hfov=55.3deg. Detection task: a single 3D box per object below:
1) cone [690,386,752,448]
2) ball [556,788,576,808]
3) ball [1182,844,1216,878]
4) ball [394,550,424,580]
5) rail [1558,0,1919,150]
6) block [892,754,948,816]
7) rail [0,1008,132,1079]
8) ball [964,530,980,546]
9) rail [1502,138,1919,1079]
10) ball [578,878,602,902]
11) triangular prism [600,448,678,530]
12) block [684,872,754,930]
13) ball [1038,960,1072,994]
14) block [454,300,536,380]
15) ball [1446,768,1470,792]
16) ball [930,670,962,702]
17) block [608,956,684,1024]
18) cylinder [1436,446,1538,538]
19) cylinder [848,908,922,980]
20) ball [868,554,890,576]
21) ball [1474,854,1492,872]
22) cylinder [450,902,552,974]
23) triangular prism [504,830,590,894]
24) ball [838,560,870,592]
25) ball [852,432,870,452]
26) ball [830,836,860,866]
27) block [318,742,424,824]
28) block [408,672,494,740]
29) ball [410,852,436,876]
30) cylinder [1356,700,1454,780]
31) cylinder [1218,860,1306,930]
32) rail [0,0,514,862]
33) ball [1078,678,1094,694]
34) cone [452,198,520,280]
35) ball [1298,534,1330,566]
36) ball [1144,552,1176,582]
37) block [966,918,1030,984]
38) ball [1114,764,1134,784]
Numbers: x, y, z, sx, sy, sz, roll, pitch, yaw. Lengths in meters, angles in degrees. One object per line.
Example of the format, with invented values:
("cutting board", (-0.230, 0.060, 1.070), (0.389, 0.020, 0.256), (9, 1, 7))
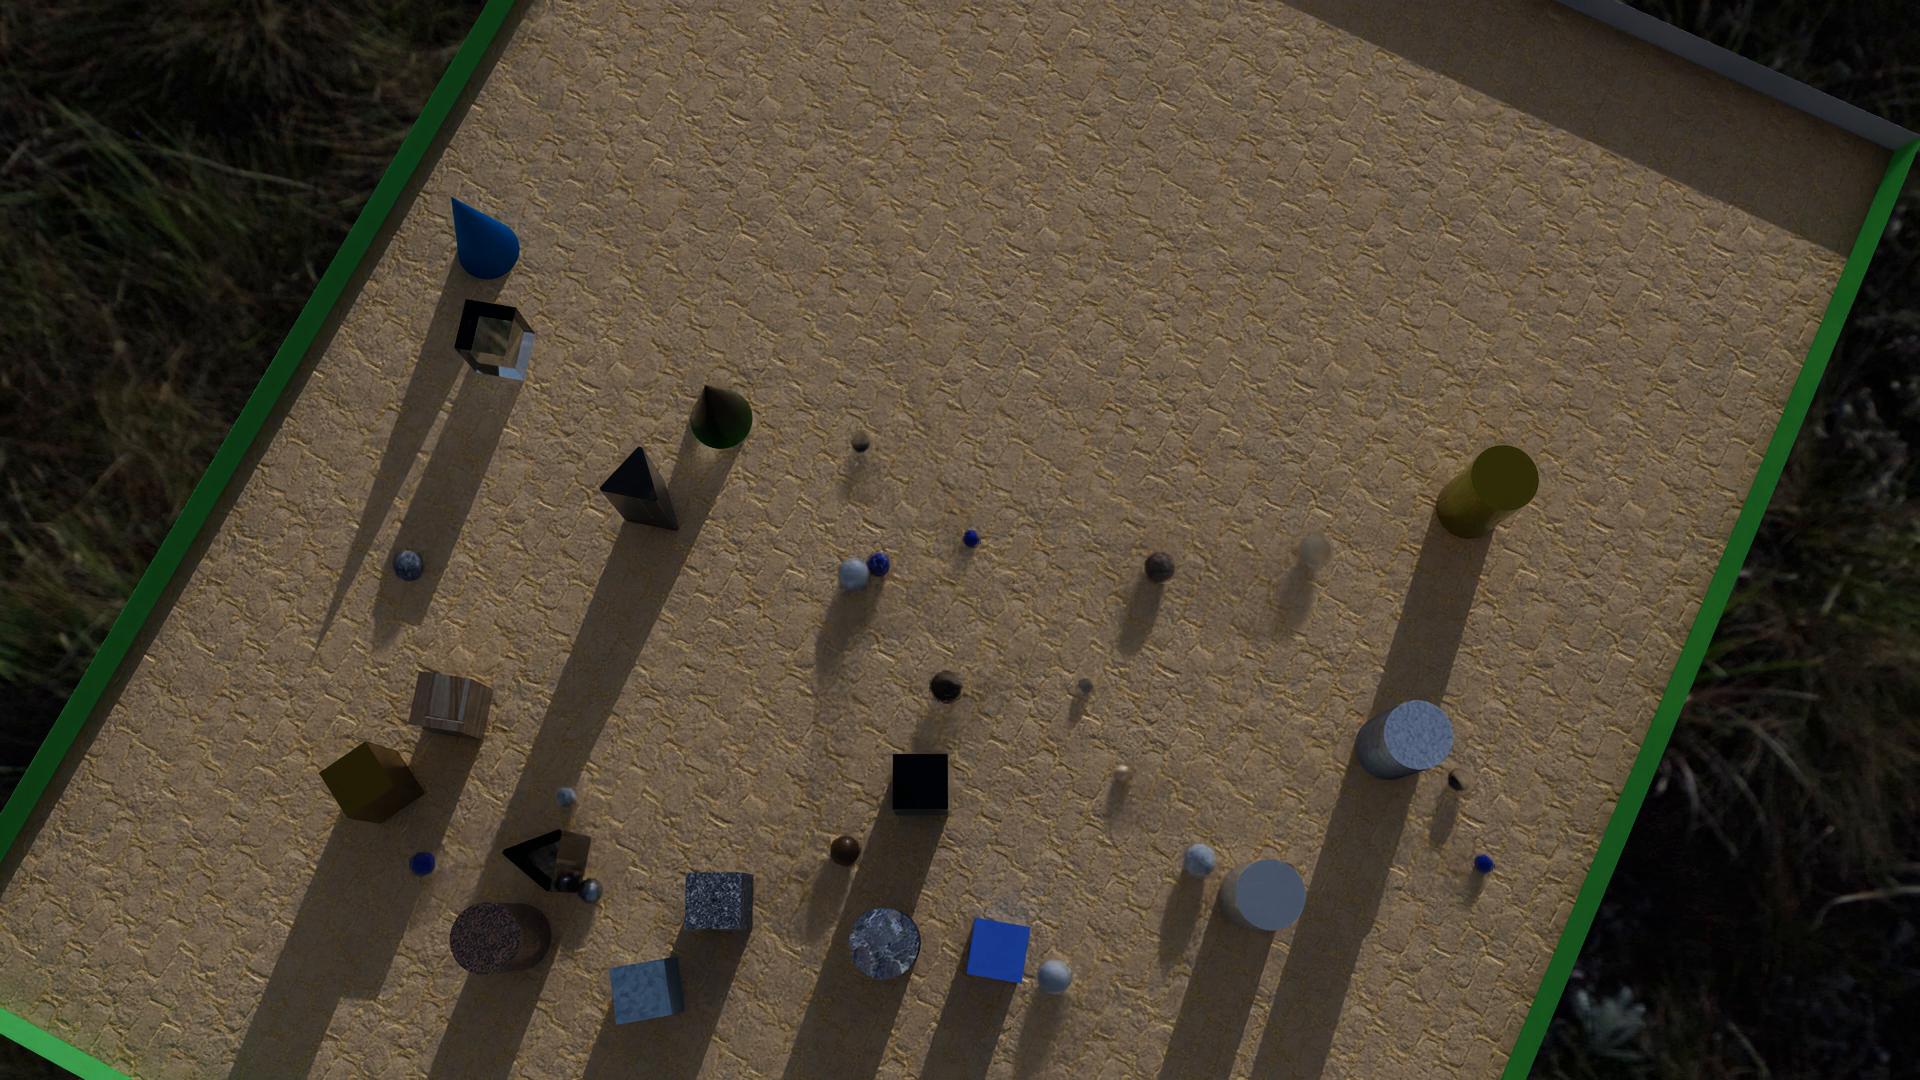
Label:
("cone", (-0.741, -0.414, 5.514), (0.194, 0.368, 0.194), (0, 78, 0))
("ball", (-1.168, 0.763, 5.429), (0.058, 0.058, 0.058), (0, 78, 0))
("ball", (0.702, 0.941, 5.373), (0.096, 0.096, 0.096), (0, 78, 0))
("ball", (-1.672, 0.076, 5.555), (0.090, 0.090, 0.090), (0, 78, 0))
("rail", (1.109, -2.165, 5.999), (4.256, 0.126, 0.045), (26, 80, 5))
("block", (-0.112, 0.712, 5.318), (0.155, 0.297, 0.155), (0, 78, 0))
("rail", (-1.109, 2.178, 5.100), (4.256, 0.126, 0.045), (26, 80, 5))
("ball", (0.034, -0.005, 5.593), (0.049, 0.049, 0.049), (0, 78, 0))
("rail", (1.882, 0.928, 5.359), (0.045, 0.126, 5.006), (26, 80, 5))
("ball", (-1.082, 1.027, 5.368), (0.071, 0.071, 0.071), (0, 78, 0))
("triangular prism", (-0.932, -0.158, 5.443), (0.168, 0.403, 0.145), (11, 79, 2))
("block", (-0.687, 1.035, 5.250), (0.155, 0.298, 0.155), (0, 78, 0))
("ball", (0.276, 1.266, 5.305), (0.097, 0.097, 0.097), (0, 78, 0))
("block", (-1.422, -0.611, 5.614), (0.155, 0.253, 0.155), (10, 78, 2))
("ball", (1.479, 0.711, 5.434), (0.068, 0.068, 0.068), (0, 78, 0))
("ball", (-0.041, 0.438, 5.478), (0.094, 0.094, 0.094), (0, 78, 0))
("block", (-0.891, 1.283, 5.225), (0.155, 0.246, 0.155), (-10, 78, -2))
("cylinder", (1.561, -0.138, 5.443), (0.194, 0.397, 0.194), (0, 78, 0))
("cylinder", (-0.211, 1.148, 5.224), (0.194, 0.303, 0.194), (0, 78, 0))
("ball", (-0.246, 0.077, 5.566), (0.069, 0.069, 0.069), (0, 78, 0))
("ball", (1.540, 0.952, 5.393), (0.052, 0.052, 0.052), (0, 78, 0))
("cylinder", (-1.296, 1.126, 5.188), (0.194, 0.384, 0.194), (0, 78, 0))
("triangular prism", (-1.142, 0.893, 5.222), (0.168, 0.411, 0.145), (39, 81, 7))
("ball", (-0.321, 0.109, 5.545), (0.096, 0.096, 0.096), (0, 78, 0))
("ball", (-0.306, -0.301, 5.649), (0.058, 0.058, 0.058), (0, 78, 0))
("ball", (-0.338, 0.913, 5.382), (0.089, 0.089, 0.089), (0, 78, 0))
("block", (-1.702, 0.706, 5.316), (0.155, 0.302, 0.155), (-35, 80, -7))
("block", (-1.494, 0.489, 5.388), (0.155, 0.249, 0.155), (8, 78, 2))
("ball", (-1.577, 0.951, 5.384), (0.070, 0.070, 0.070), (0, 78, 0))
("cylinder", (1.280, 0.583, 5.302), (0.194, 0.380, 0.194), (0, 78, 0))
("cylinder", (0.860, 1.015, 5.234), (0.194, 0.338, 0.194), (0, 78, 0))
("rail", (-1.882, -0.915, 5.740), (0.045, 0.126, 5.006), (26, 80, 5))
("ball", (0.376, 0.440, 5.500), (0.050, 0.050, 0.050), (0, 78, 0))
("cone", (-1.493, -0.963, 5.591), (0.194, 0.440, 0.194), (0, 78, 0))
("ball", (1.076, 0.032, 5.561), (0.096, 0.096, 0.096), (0, 78, 0))
("ball", (0.605, 0.081, 5.552), (0.093, 0.093, 0.093), (0, 78, 0))
("block", (0.107, 1.170, 5.233), (0.155, 0.276, 0.155), (9, 78, 2))
("ball", (0.488, 0.694, 5.445), (0.055, 0.055, 0.055), (0, 78, 0))
